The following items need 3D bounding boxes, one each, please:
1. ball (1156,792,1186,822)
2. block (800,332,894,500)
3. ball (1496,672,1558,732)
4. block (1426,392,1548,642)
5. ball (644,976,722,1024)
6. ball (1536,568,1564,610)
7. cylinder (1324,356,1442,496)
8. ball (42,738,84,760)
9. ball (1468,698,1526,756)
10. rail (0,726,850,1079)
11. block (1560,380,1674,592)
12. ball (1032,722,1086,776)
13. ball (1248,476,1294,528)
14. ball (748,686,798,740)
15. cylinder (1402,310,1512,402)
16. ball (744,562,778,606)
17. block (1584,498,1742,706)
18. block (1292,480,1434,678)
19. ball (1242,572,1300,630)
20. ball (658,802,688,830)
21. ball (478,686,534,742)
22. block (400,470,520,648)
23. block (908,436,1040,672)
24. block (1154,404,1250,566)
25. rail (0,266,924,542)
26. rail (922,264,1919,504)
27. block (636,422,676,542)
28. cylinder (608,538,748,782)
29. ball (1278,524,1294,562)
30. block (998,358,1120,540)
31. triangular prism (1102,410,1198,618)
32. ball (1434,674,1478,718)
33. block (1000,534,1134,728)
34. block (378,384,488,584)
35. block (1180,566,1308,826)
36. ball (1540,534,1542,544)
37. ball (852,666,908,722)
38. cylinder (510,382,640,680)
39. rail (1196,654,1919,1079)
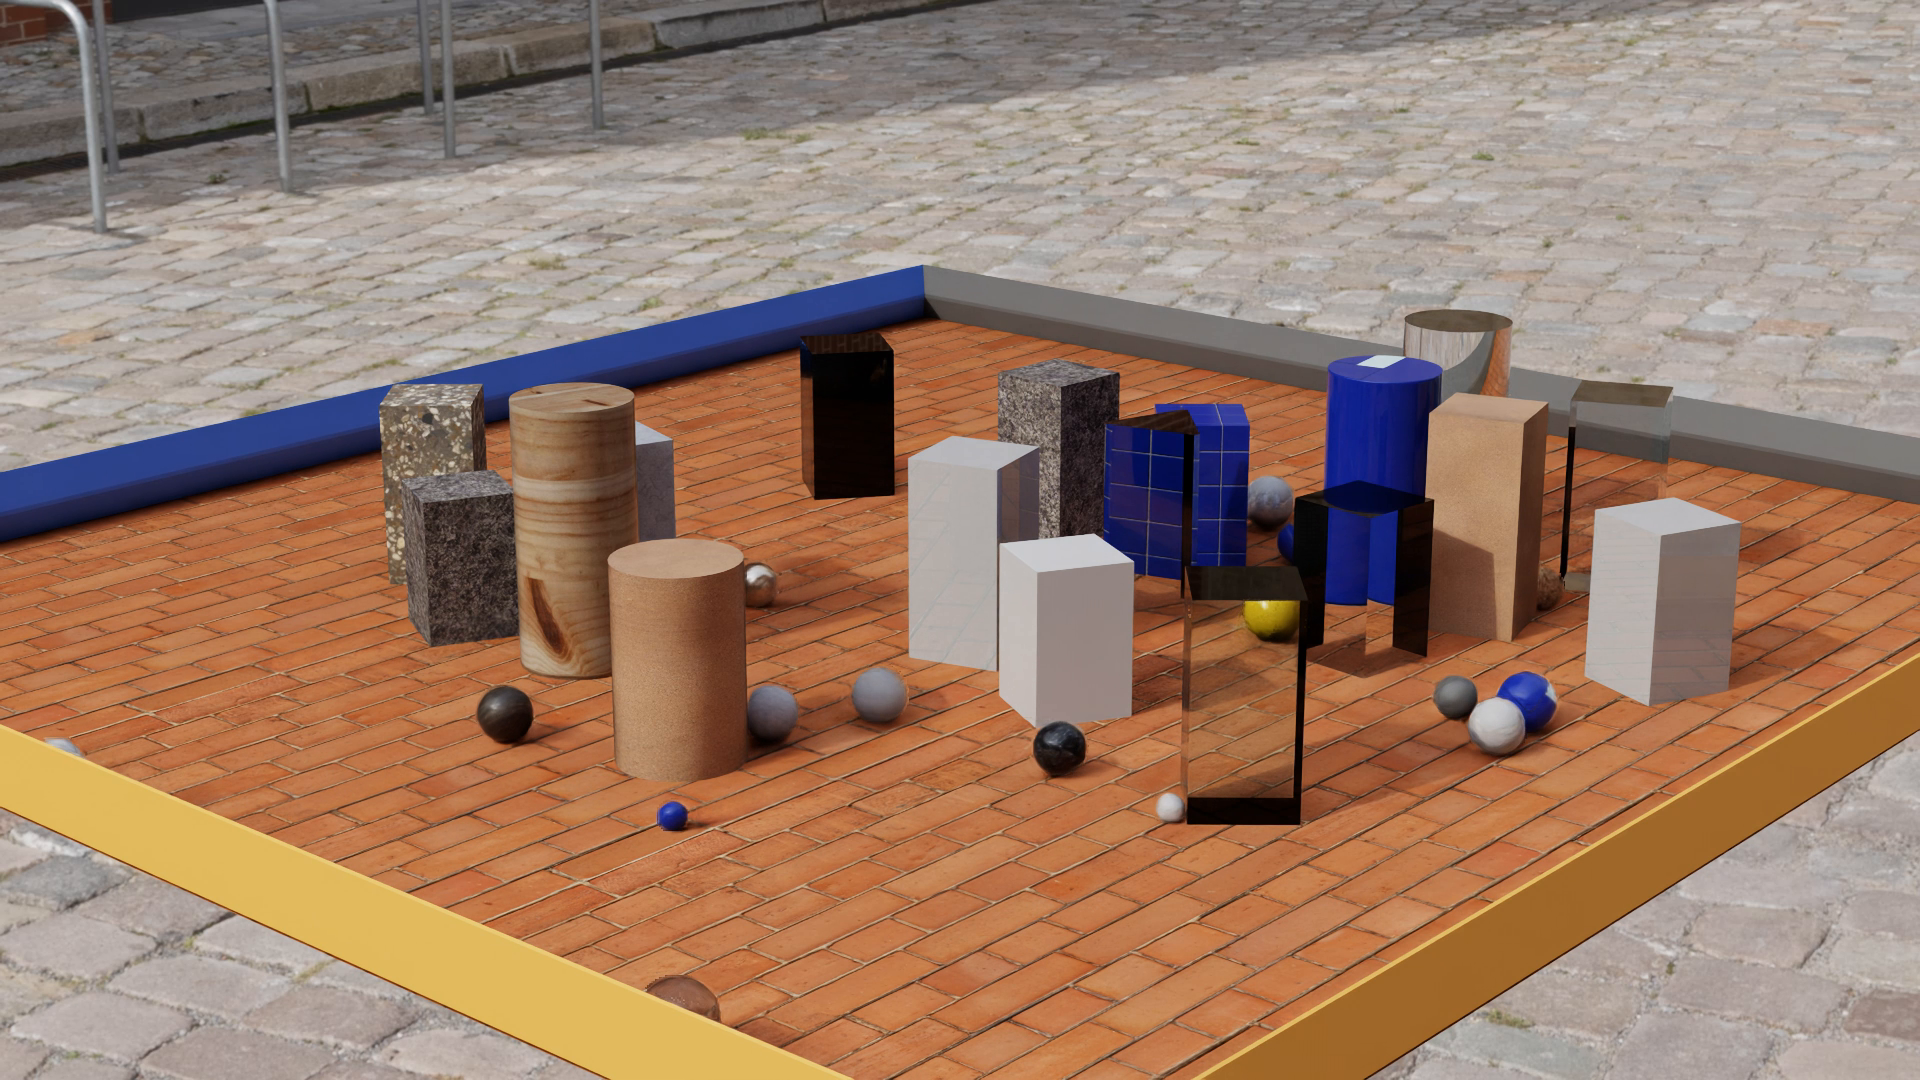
[{"bbox_3d":[0.296,0.377,4.130,0.042,0.042,0.042,0,17,0],"label":"ball"},{"bbox_3d":[-0.222,-0.244,5.760,0.159,0.291,0.159,-3,17,-11],"label":"block"},{"bbox_3d":[0.865,0.247,4.477,0.092,0.092,0.092,0,17,0],"label":"ball"},{"bbox_3d":[0.882,-0.040,4.936,0.159,0.376,0.159,8,18,24],"label":"block"},{"bbox_3d":[-0.329,0.560,3.424,0.099,0.099,0.099,0,17,0],"label":"ball"},{"bbox_3d":[1.001,0.084,5.049,0.074,0.074,0.074,0,17,0],"label":"ball"},{"bbox_3d":[0.741,-0.113,5.160,0.199,0.387,0.199,0,17,0],"label":"cylinder"},{"bbox_3d":[-1.302,0.328,4.222,0.084,0.084,0.084,0,17,0],"label":"ball"},{"bbox_3d":[0.803,0.278,4.382,0.086,0.086,0.086,0,17,0],"label":"ball"},{"bbox_3d":[-1.067,0.387,3.943,3.110,0.129,0.045,14,22,39],"label":"rail"},{"bbox_3d":[1.157,-0.092,5.167,0.159,0.342,0.159,6,18,18],"label":"block"},{"bbox_3d":[0.146,0.306,4.302,0.080,0.080,0.080,0,17,0],"label":"ball"},{"bbox_3d":[0.580,-0.071,5.519,0.098,0.098,0.098,0,17,0],"label":"ball"},{"bbox_3d":[-0.287,0.263,4.439,0.082,0.082,0.082,0,17,0],"label":"ball"},{"bbox_3d":[0.924,-0.217,5.490,0.199,0.395,0.199,0,17,0],"label":"cylinder"},{"bbox_3d":[-0.352,0.077,5.067,0.076,0.076,0.076,0,17,0],"label":"ball"},{"bbox_3d":[1.113,0.096,4.652,0.159,0.279,0.159,-8,19,-25],"label":"block"},{"bbox_3d":[0.654,0.062,4.782,0.159,0.269,0.159,-15,22,-40],"label":"block"},{"bbox_3d":[0.523,0.104,4.942,0.097,0.097,0.097,0,17,0],"label":"ball"},{"bbox_3d":[-0.401,0.386,4.102,0.041,0.041,0.041,0,17,0],"label":"ball"},{"bbox_3d":[-0.687,0.263,4.434,0.084,0.084,0.084,0,17,0],"label":"ball"},{"bbox_3d":[-0.836,0.029,4.928,0.159,0.249,0.159,-7,18,-22],"label":"block"},{"bbox_3d":[0.023,0.020,4.800,0.159,0.339,0.159,8,19,25],"label":"block"},{"bbox_3d":[0.433,-0.094,5.296,0.159,0.272,0.159,0,17,0],"label":"block"},{"bbox_3d":[-1.156,-0.257,6.081,0.045,0.129,3.302,14,22,39],"label":"rail"},{"bbox_3d":[1.067,-0.322,6.296,3.110,0.129,0.045,14,22,39],"label":"rail"},{"bbox_3d":[-0.591,-0.026,4.995,0.159,0.315,0.159,-10,19,-29],"label":"block"},{"bbox_3d":[-0.415,0.176,4.331,0.199,0.312,0.199,0,17,0],"label":"cylinder"},{"bbox_3d":[0.612,0.006,5.309,0.072,0.072,0.072,0,17,0],"label":"ball"},{"bbox_3d":[0.183,-0.163,5.462,0.159,0.307,0.159,16,23,43],"label":"block"},{"bbox_3d":[0.356,-0.051,5.063,0.172,0.325,0.149,9,19,26],"label":"triangular prism"},{"bbox_3d":[0.766,0.242,4.533,0.068,0.068,0.068,0,17,0],"label":"ball"},{"bbox_3d":[0.164,0.140,4.556,0.159,0.251,0.159,-6,18,-19],"label":"block"},{"bbox_3d":[-0.933,-0.101,5.225,0.159,0.325,0.159,0,17,-1],"label":"block"},{"bbox_3d":[0.400,0.219,4.152,0.159,0.332,0.159,0,17,1],"label":"block"},{"bbox_3d":[1.028,-0.001,5.346,0.065,0.065,0.065,0,17,0],"label":"ball"},{"bbox_3d":[-0.123,0.238,4.515,0.086,0.086,0.086,0,17,0],"label":"ball"},{"bbox_3d":[-0.619,-0.015,4.738,0.199,0.443,0.199,0,17,0],"label":"cylinder"},{"bbox_3d":[1.156,0.322,4.158,0.045,0.129,3.302,14,22,39],"label":"rail"}]
